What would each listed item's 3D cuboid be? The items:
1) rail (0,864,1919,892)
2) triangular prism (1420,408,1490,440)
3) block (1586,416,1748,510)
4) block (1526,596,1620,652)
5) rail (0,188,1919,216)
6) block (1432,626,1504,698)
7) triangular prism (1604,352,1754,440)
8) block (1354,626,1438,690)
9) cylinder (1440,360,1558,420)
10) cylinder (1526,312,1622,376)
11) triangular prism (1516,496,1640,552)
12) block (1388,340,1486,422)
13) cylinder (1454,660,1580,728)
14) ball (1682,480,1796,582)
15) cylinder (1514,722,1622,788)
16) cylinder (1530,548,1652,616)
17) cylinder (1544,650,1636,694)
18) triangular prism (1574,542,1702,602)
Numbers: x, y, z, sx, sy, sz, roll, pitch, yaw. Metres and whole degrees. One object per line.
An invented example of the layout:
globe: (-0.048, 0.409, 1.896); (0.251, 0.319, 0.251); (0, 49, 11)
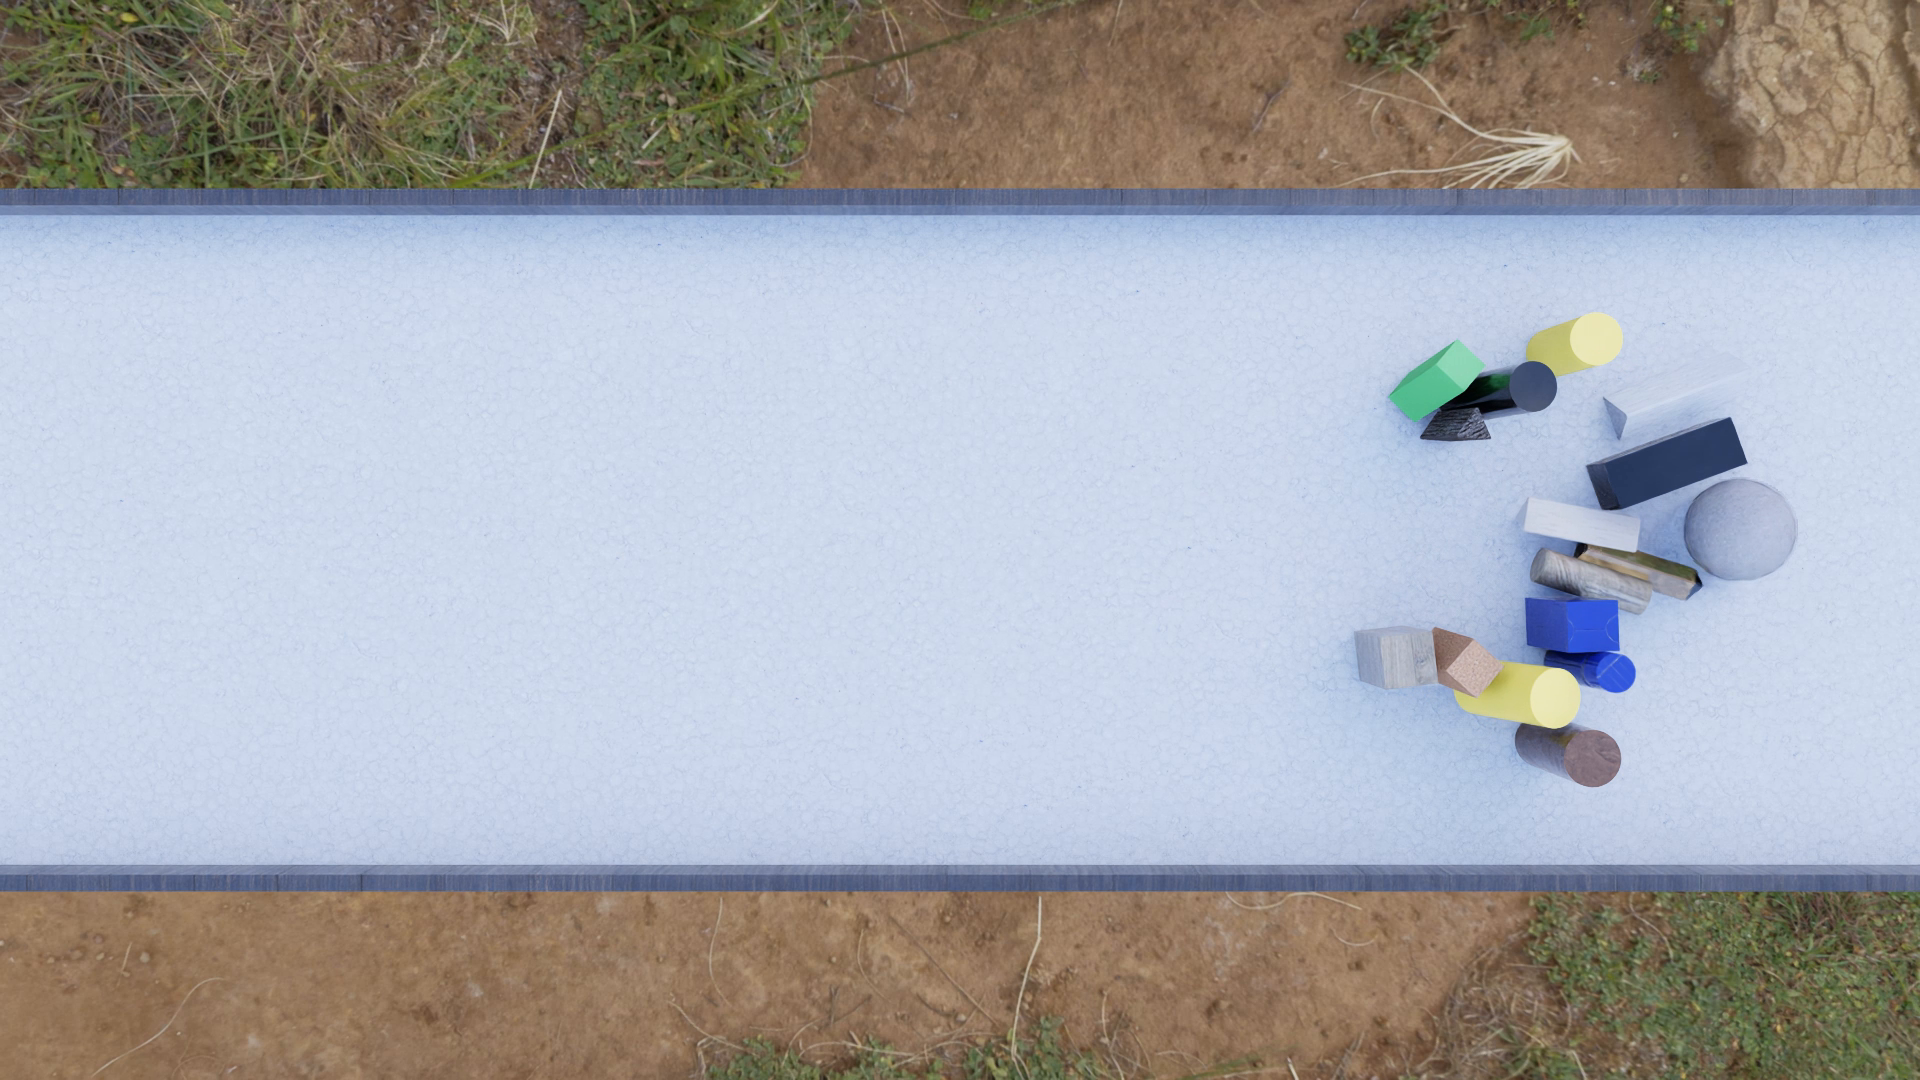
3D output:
rail: (-2.247, 1.025, 5.001); (12.000, 0.150, 0.050); (0, 90, 0)
triangular prism: (1.479, -0.346, 4.919); (0.100, 0.306, 0.087); (5, 92, -4)
block: (2.140, -0.230, 5.002); (0.403, 0.149, 0.149); (-20, 90, 0)
block: (1.815, 0.248, 4.902); (0.146, 0.349, 0.146); (-2, 90, 0)
rail: (-2.247, -1.025, 5.002); (12.000, 0.150, 0.050); (0, 90, 0)
block: (1.474, 0.362, 4.912); (0.123, 0.320, 0.123); (41, 90, -5)
triangular prism: (2.192, -0.443, 5.012); (0.405, 0.123, 0.142); (-20, 90, 0)
block: (1.297, 0.348, 4.919); (0.153, 0.314, 0.153); (-7, 90, 0)
cylinder: (1.570, -0.428, 4.839); (0.143, 0.459, 0.143); (0, 90, -8)
cylinder: (1.818, -0.574, 4.893); (0.151, 0.367, 0.151); (0, 90, 0)
triangular prism: (1.878, -0.032, 5.007); (0.345, 0.106, 0.091); (11, 54, 0)
block: (1.418, -0.472, 4.916); (0.113, 0.301, 0.113); (43, 71, 0)
cylinder: (1.642, 0.449, 4.877); (0.173, 0.362, 0.173); (0, 91, -18)
ball: (2.325, -0.029, 4.923); (0.306, 0.306, 0.306); (0, 90, 0)
cylinder: (1.789, 0.618, 4.870); (0.163, 0.413, 0.163); (0, 90, 0)
cylinder: (1.921, 0.126, 5.022); (0.336, 0.109, 0.109); (18, 90, 0)
cylinder: (1.854, 0.376, 4.868); (0.112, 0.416, 0.112); (0, 90, 0)
triangular prism: (2.071, 0.083, 5.029); (0.368, 0.089, 0.103); (18, 90, 0)
